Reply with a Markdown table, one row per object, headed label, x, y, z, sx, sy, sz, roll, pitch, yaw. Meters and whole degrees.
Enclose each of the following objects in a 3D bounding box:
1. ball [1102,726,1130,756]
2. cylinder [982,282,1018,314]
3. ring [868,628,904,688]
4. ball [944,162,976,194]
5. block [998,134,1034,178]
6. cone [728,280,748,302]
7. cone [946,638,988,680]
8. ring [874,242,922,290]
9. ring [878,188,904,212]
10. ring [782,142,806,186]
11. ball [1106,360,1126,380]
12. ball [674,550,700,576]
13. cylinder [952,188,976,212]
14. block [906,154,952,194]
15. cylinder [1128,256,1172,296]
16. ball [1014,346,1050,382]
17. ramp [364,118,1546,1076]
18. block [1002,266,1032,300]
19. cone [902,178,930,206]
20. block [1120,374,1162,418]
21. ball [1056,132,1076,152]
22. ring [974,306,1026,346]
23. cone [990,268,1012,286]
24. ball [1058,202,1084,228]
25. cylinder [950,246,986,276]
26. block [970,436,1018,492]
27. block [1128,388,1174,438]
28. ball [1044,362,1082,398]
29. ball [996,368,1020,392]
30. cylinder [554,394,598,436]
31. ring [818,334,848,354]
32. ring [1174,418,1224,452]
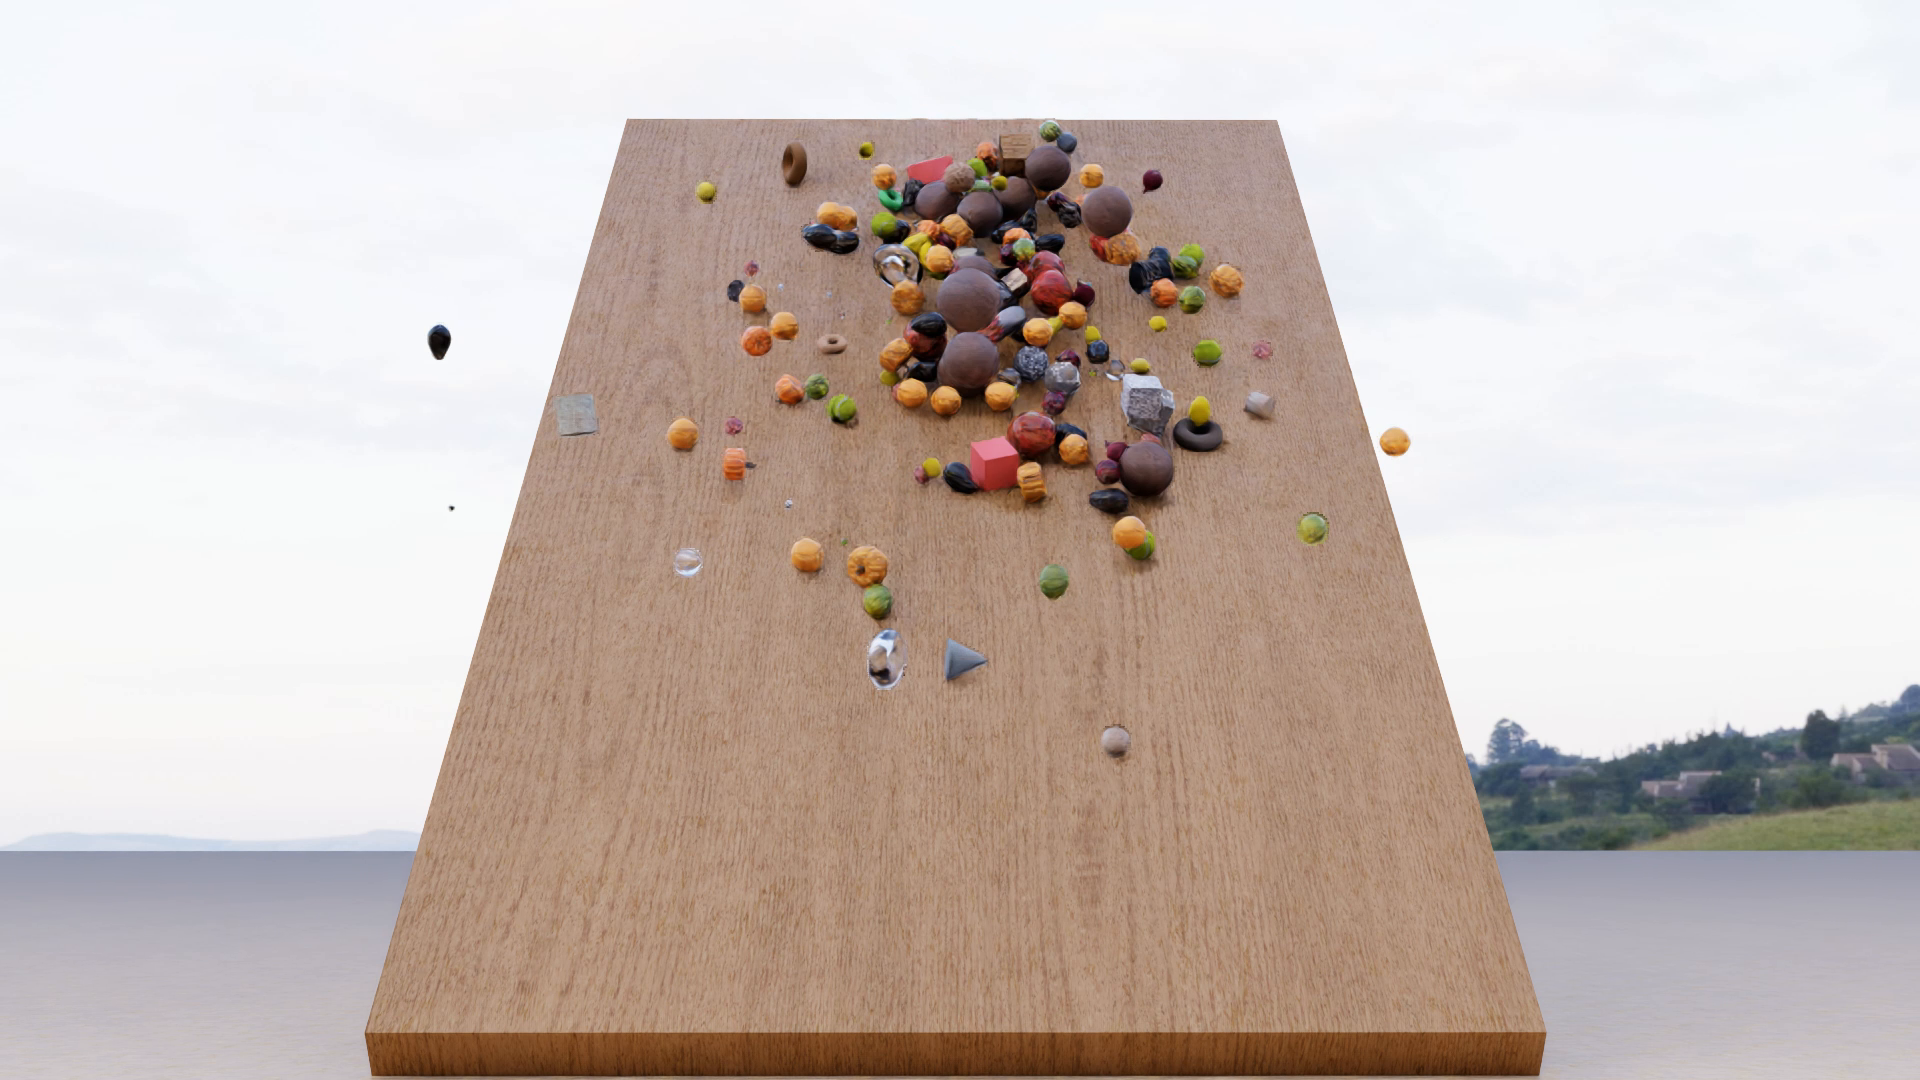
| label | x | y | z | sx | sy | sz | roll | pitch | yaw |
| --- | --- | --- | --- | --- | --- | --- | --- | --- | --- |
| ball | 0.304 | 0.394 | 4.789 | 0.056 | 0.056 | 0.056 | 0 | -7 | 0 |
| cylinder | 0.105 | -0.626 | 6.384 | 0.069 | 0.069 | 0.069 | -24 | -37 | -20 |
| ring | -0.148 | 0.241 | 4.964 | 0.041 | 0.123 | 0.123 | 6 | -4 | 23 |
| ball | -0.001 | -0.994 | 6.707 | 0.088 | 0.088 | 0.088 | 0 | -7 | 0 |
| block | 0.163 | -1.120 | 7.137 | 0.090 | 0.090 | 0.090 | -3 | -31 | -6 |
| cone | -0.602 | -0.660 | 6.478 | 0.059 | 0.059 | 0.059 | 4 | 6 | -31 |
| cone | 0.018 | 0.245 | 4.996 | 0.087 | 0.087 | 0.087 | 2 | -7 | -5 |
| ring | -0.164 | -0.718 | 6.432 | 0.143 | 0.048 | 0.143 | 20 | -40 | 18 |
| ring | -0.195 | -0.966 | 6.947 | 0.083 | 0.083 | 0.028 | 6 | -44 | -41 |
| ring | -0.479 | -1.090 | 7.081 | 0.043 | 0.128 | 0.128 | 1 | -7 | -26 |
| ball | 0.387 | -0.424 | 6.095 | 0.051 | 0.051 | 0.051 | 0 | -7 | 0 |
| ball | -0.593 | 0.049 | 5.329 | 0.058 | 0.058 | 0.058 | 0 | -7 | 0 |
| cylinder | 0.014 | -0.969 | 6.934 | 0.063 | 0.063 | 0.063 | -1 | 23 | 7 |
| block | -0.078 | -1.037 | 6.981 | 0.094 | 0.094 | 0.094 | -5 | 14 | 42 |
| cylinder | 0.504 | -0.700 | 6.481 | 0.083 | 0.083 | 0.083 | -20 | 2 | -24 |
| ball | 0.177 | -0.438 | 6.081 | 0.090 | 0.090 | 0.090 | 0 | -7 | 0 |
| ramp | -0.015 | -0.189 | 5.860 | 2.000 | 0.100 | 4.000 | 0 | 32 | 0 |
| block | 0.149 | -0.666 | 6.367 | 0.051 | 0.051 | 0.051 | -38 | -27 | -1 |
| cone | -0.144 | -0.967 | 6.939 | 0.083 | 0.083 | 0.083 | -7 | 31 | 44 |
| block | 0.418 | -0.330 | 5.641 | 0.076 | 0.076 | 0.076 | 2 | 25 | -9 |
| ball | 0.318 | -1.185 | 7.298 | 0.061 | 0.061 | 0.061 | 0 | -7 | 0 |
| ring | 0.101 | -0.538 | 6.167 | 0.146 | 0.049 | 0.146 | -34 | -3 | -2 |
| cone | 0.101 | -0.705 | 6.514 | 0.076 | 0.076 | 0.076 | 6 | 27 | -41 |
| ball | 0.299 | -0.877 | 6.605 | 0.071 | 0.071 | 0.071 | 0 | -7 | 0 |
| cylinder | 0.023 | -0.753 | 6.594 | 0.069 | 0.069 | 0.069 | 18 | 4 | 34 |
| block | 0.079 | -0.175 | 5.666 | 0.085 | 0.085 | 0.085 | -12 | 34 | -19 |
| block | 0.453 | -0.312 | 5.824 | 0.084 | 0.084 | 0.084 | 19 | 31 | -10 |
| ball | 0.251 | -0.393 | 6.006 | 0.092 | 0.092 | 0.092 | 0 | -7 | 0 |
| ball | 0.120 | -0.396 | 6.040 | 0.060 | 0.060 | 0.060 | 0 | -7 | 0 |
| cylinder | -0.879 | -0.286 | 5.604 | 0.086 | 0.086 | 0.086 | -8 | -1 | 0 |
| ring | -0.325 | -0.498 | 6.233 | 0.077 | 0.026 | 0.077 | 1 | 36 | -1 |
| ring | 0.568 | -0.252 | 5.832 | 0.121 | 0.040 | 0.121 | 3 | 35 | -2 |
